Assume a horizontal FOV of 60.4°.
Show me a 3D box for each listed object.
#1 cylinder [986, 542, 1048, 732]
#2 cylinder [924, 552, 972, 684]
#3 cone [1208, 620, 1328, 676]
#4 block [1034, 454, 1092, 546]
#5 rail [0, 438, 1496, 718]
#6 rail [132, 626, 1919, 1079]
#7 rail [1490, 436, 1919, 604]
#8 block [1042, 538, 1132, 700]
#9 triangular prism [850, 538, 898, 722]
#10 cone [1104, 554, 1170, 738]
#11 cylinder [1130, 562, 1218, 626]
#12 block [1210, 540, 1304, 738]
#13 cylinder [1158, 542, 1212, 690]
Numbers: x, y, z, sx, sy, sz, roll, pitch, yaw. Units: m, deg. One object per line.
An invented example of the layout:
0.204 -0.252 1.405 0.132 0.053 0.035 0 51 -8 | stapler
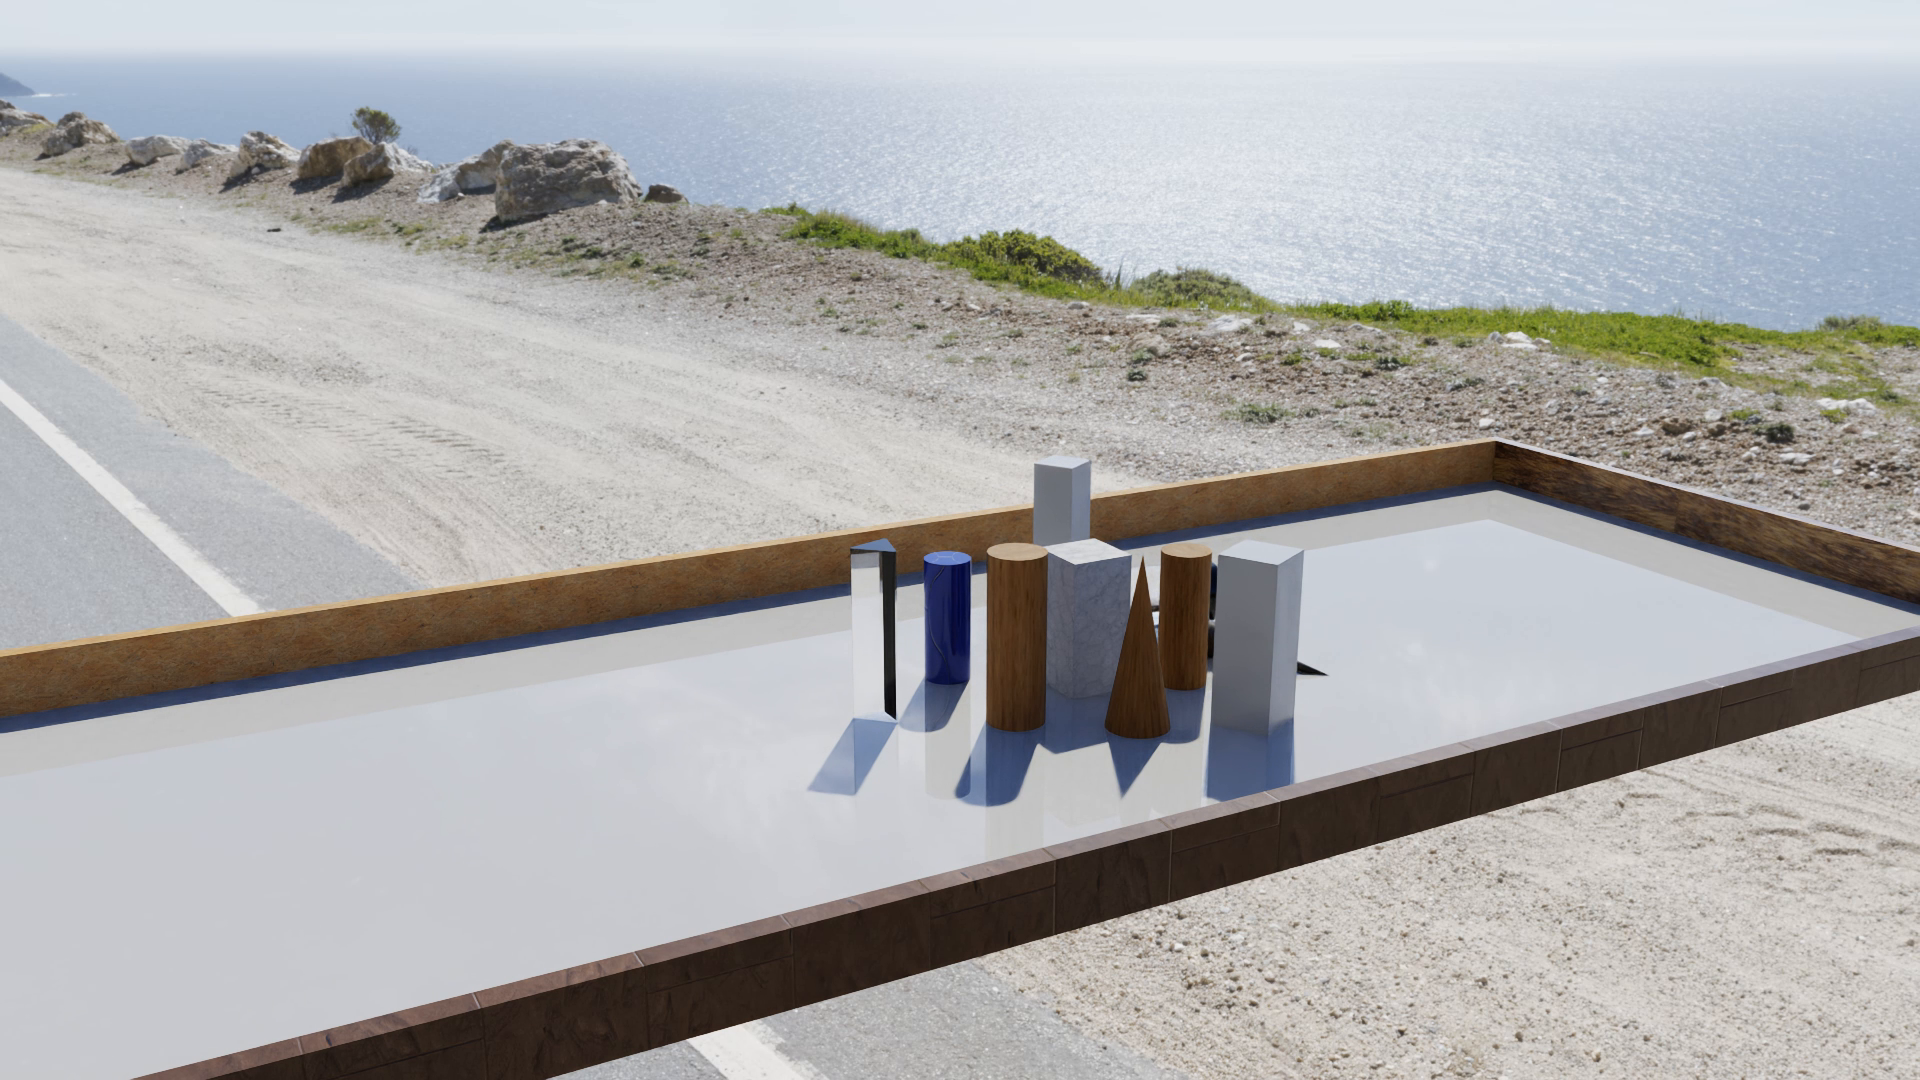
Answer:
0.132 0.226 3.846 0.140 0.417 0.140 0 16 0 | cylinder
-0.031 0.195 4.134 0.118 0.314 0.118 0 16 0 | cylinder
0.746 0.288 4.262 0.434 0.129 0.129 17 22 22 | cone
0.283 -0.007 4.604 0.117 0.436 0.117 9 19 29 | block
-3.305 0.497 3.399 12.000 0.150 0.050 -9 18 -27 | rail
-2.336 1.006 1.665 12.000 0.150 0.050 -9 18 -27 | rail
2.466 -0.048 5.253 0.050 0.150 2.100 -9 18 -27 | rail
0.306 0.193 4.087 0.164 0.345 0.164 -9 19 -28 | block
-0.188 0.211 3.890 0.110 0.421 0.095 4 17 14 | triangular prism
0.417 0.234 3.812 0.155 0.422 0.155 0 16 0 | cone
0.495 0.156 4.532 0.424 0.165 0.165 -4 17 -15 | cylinder
0.692 0.227 3.845 0.147 0.416 0.147 11 20 33 | block
0.556 0.190 4.097 0.125 0.345 0.125 0 16 0 | cylinder
